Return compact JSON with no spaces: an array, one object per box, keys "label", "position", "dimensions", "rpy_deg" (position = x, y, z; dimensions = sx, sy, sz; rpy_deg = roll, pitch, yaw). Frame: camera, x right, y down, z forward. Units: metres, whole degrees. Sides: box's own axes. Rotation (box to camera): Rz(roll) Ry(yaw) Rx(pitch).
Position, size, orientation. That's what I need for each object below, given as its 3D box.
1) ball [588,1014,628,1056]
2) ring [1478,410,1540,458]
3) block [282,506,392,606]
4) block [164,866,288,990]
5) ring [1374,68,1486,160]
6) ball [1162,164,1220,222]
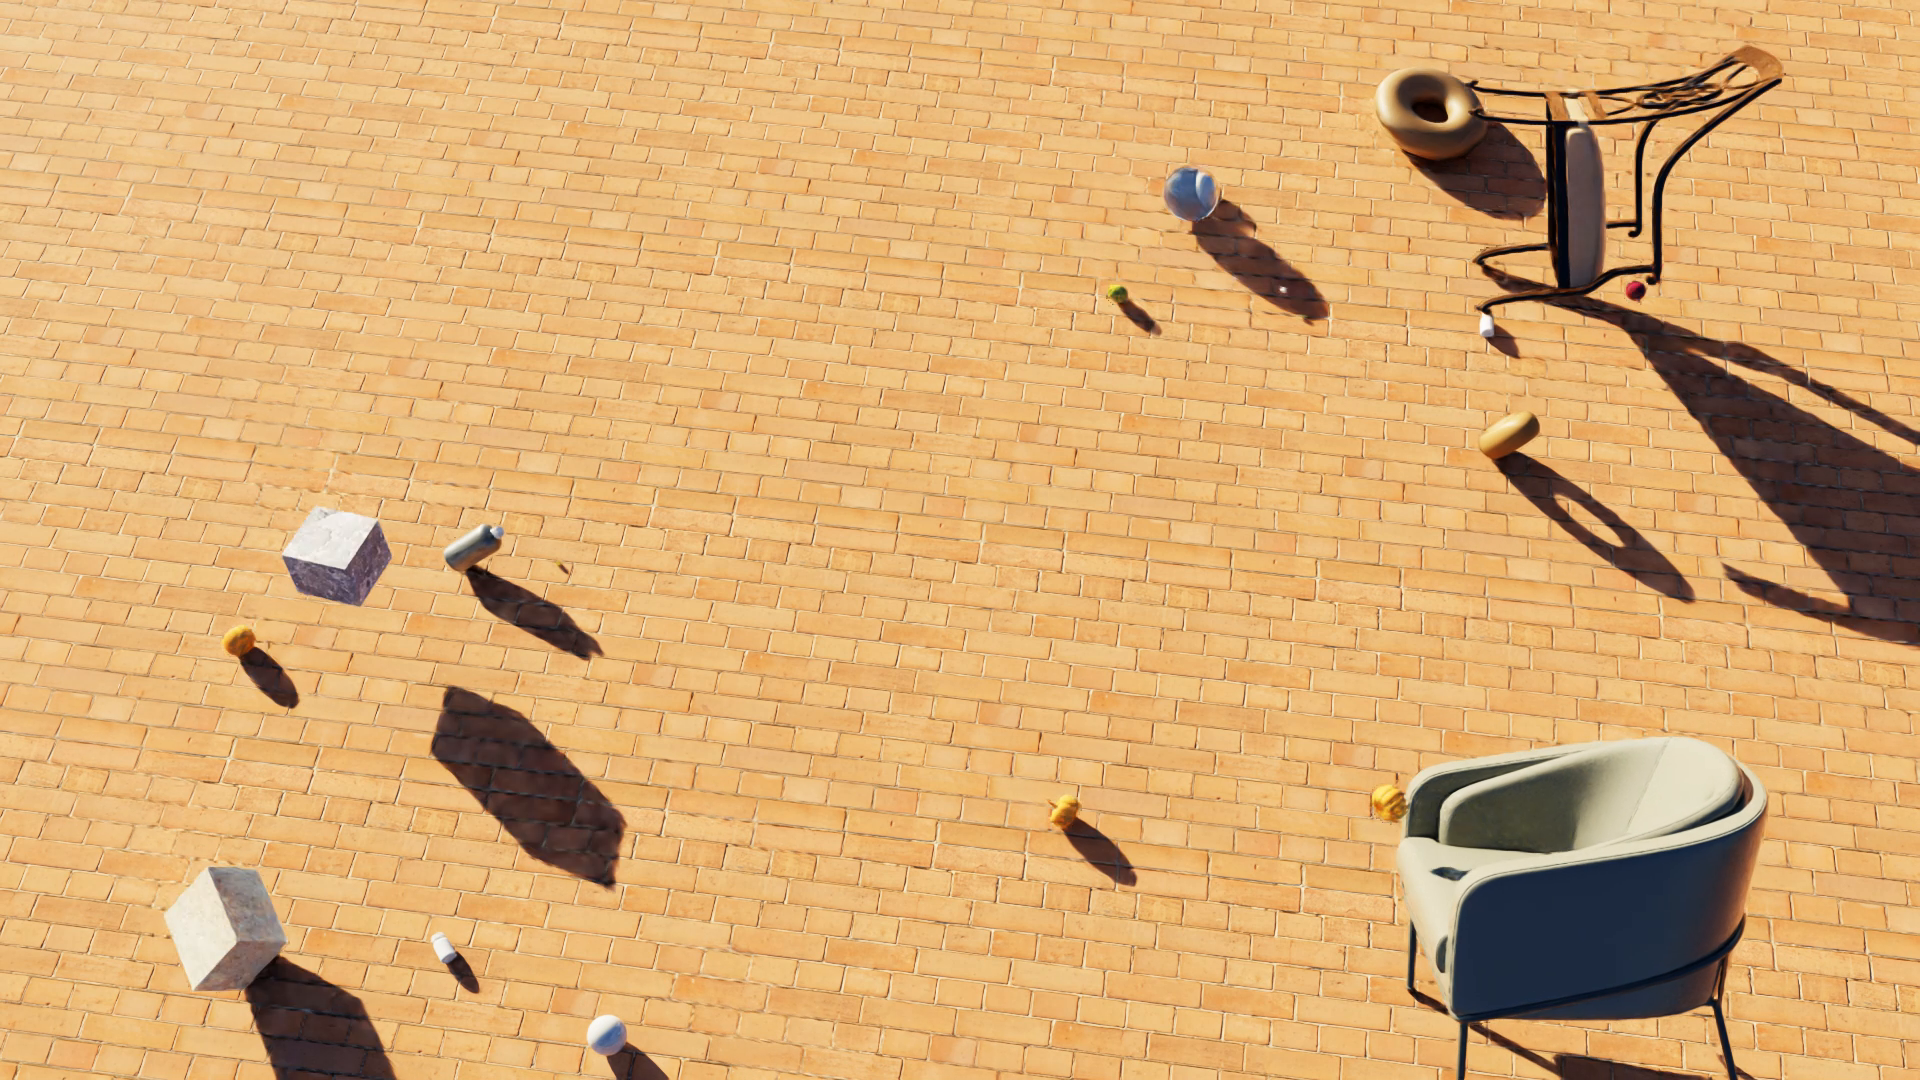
[{"label":"ball","position":[-0.907,1.274,5.657],"dimensions":[0.103,0.103,0.103],"rpy_deg":[0,56,0]},{"label":"ring","position":[1.661,-0.319,6.654],"dimensions":[0.161,0.249,0.088],"rpy_deg":[-35,90,-19]},{"label":"block","position":[-1.760,0.045,6.220],"dimensions":[0.200,0.162,0.193],"rpy_deg":[12,51,14]},{"label":"block","position":[-1.914,1.012,5.731],"dimensions":[0.206,0.159,0.238],"rpy_deg":[-45,59,19]},{"label":"ring","position":[1.598,-1.451,7.476],"dimensions":[0.373,0.105,0.441],"rpy_deg":[-11,53,-11]},{"label":"ball","position":[0.757,-1.137,7.208],"dimensions":[0.186,0.186,0.186],"rpy_deg":[0,56,0]}]
